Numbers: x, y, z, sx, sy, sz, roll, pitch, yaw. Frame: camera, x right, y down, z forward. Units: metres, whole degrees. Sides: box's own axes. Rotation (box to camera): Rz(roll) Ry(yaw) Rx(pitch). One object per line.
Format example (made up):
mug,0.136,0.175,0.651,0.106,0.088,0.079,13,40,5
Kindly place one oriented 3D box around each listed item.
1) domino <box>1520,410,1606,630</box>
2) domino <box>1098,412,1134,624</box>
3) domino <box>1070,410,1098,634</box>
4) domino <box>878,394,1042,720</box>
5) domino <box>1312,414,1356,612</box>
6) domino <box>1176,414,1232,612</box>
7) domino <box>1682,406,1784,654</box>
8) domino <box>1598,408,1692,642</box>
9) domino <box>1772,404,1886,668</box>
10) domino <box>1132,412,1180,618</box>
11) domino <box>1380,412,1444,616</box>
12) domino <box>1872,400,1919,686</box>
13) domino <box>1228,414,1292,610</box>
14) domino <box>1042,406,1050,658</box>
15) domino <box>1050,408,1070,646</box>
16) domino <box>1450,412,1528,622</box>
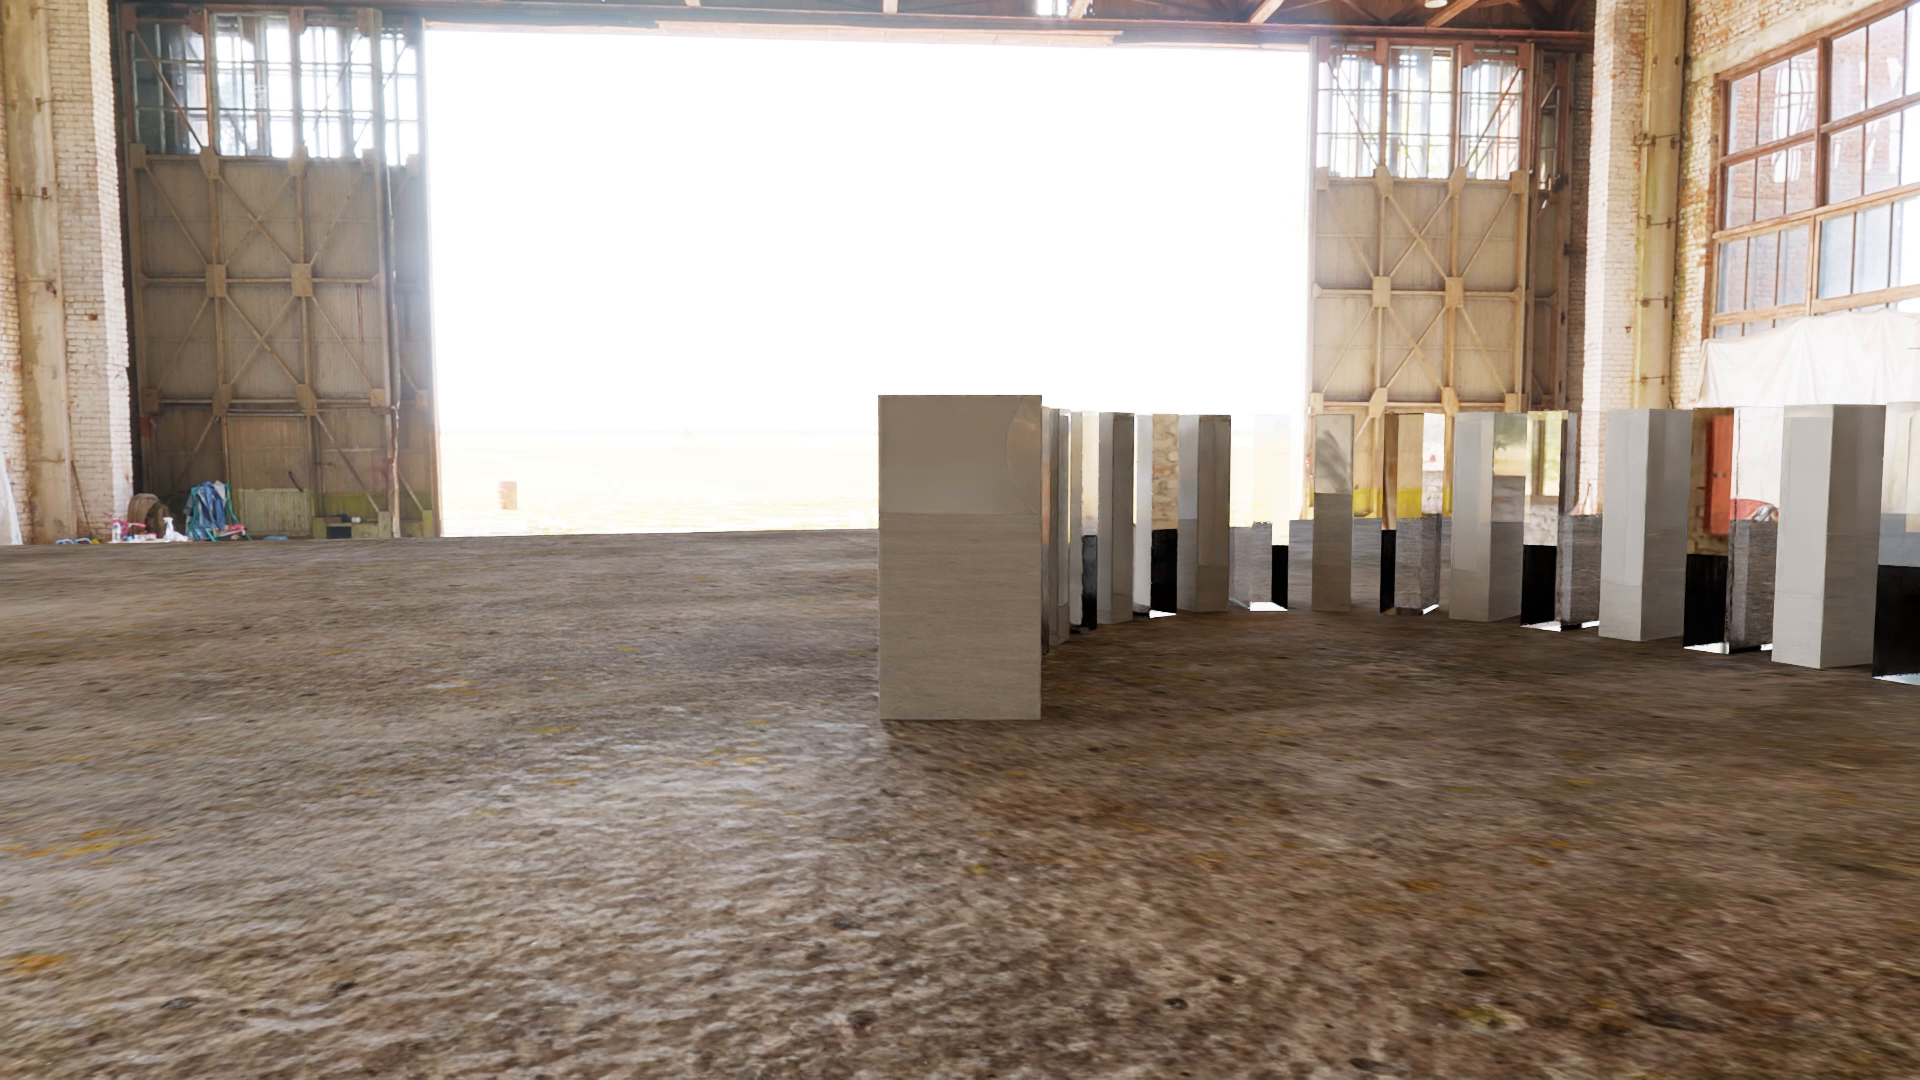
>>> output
domino,0.144,-0.005,0.301,0.025,0.050,0.009,-3,5,-36
domino,0.029,-0.006,0.312,0.025,0.050,0.009,3,5,38
domino,0.018,-0.005,0.296,0.025,0.050,0.010,2,5,28
domino,0.000,0.002,0.201,0.025,0.050,0.009,0,4,0
domino,0.098,-0.008,0.336,0.009,0.050,0.025,1,5,18
domino,0.060,-0.008,0.335,0.009,0.050,0.025,-2,5,-21
domino,0.164,-0.003,0.268,0.025,0.050,0.009,-2,5,-28
domino,0.155,-0.004,0.285,0.025,0.050,0.009,-3,5,-31
domino,0.173,-0.001,0.250,0.025,0.050,0.010,-2,5,-22
domino,0.043,-0.007,0.326,0.010,0.050,0.025,-3,5,-38
domino,0.116,-0.007,0.328,0.009,0.050,0.025,3,5,31
domino,0.180,0.000,0.232,0.025,0.050,0.009,-2,5,-21
domino,0.079,-0.008,0.339,0.010,0.050,0.025,0,4,-1
domino,0.005,-0.002,0.259,0.025,0.050,0.010,1,4,13
domino,0.011,-0.003,0.278,0.025,0.050,0.009,2,5,20
domino,0.131,-0.006,0.316,0.009,0.050,0.025,4,6,44
